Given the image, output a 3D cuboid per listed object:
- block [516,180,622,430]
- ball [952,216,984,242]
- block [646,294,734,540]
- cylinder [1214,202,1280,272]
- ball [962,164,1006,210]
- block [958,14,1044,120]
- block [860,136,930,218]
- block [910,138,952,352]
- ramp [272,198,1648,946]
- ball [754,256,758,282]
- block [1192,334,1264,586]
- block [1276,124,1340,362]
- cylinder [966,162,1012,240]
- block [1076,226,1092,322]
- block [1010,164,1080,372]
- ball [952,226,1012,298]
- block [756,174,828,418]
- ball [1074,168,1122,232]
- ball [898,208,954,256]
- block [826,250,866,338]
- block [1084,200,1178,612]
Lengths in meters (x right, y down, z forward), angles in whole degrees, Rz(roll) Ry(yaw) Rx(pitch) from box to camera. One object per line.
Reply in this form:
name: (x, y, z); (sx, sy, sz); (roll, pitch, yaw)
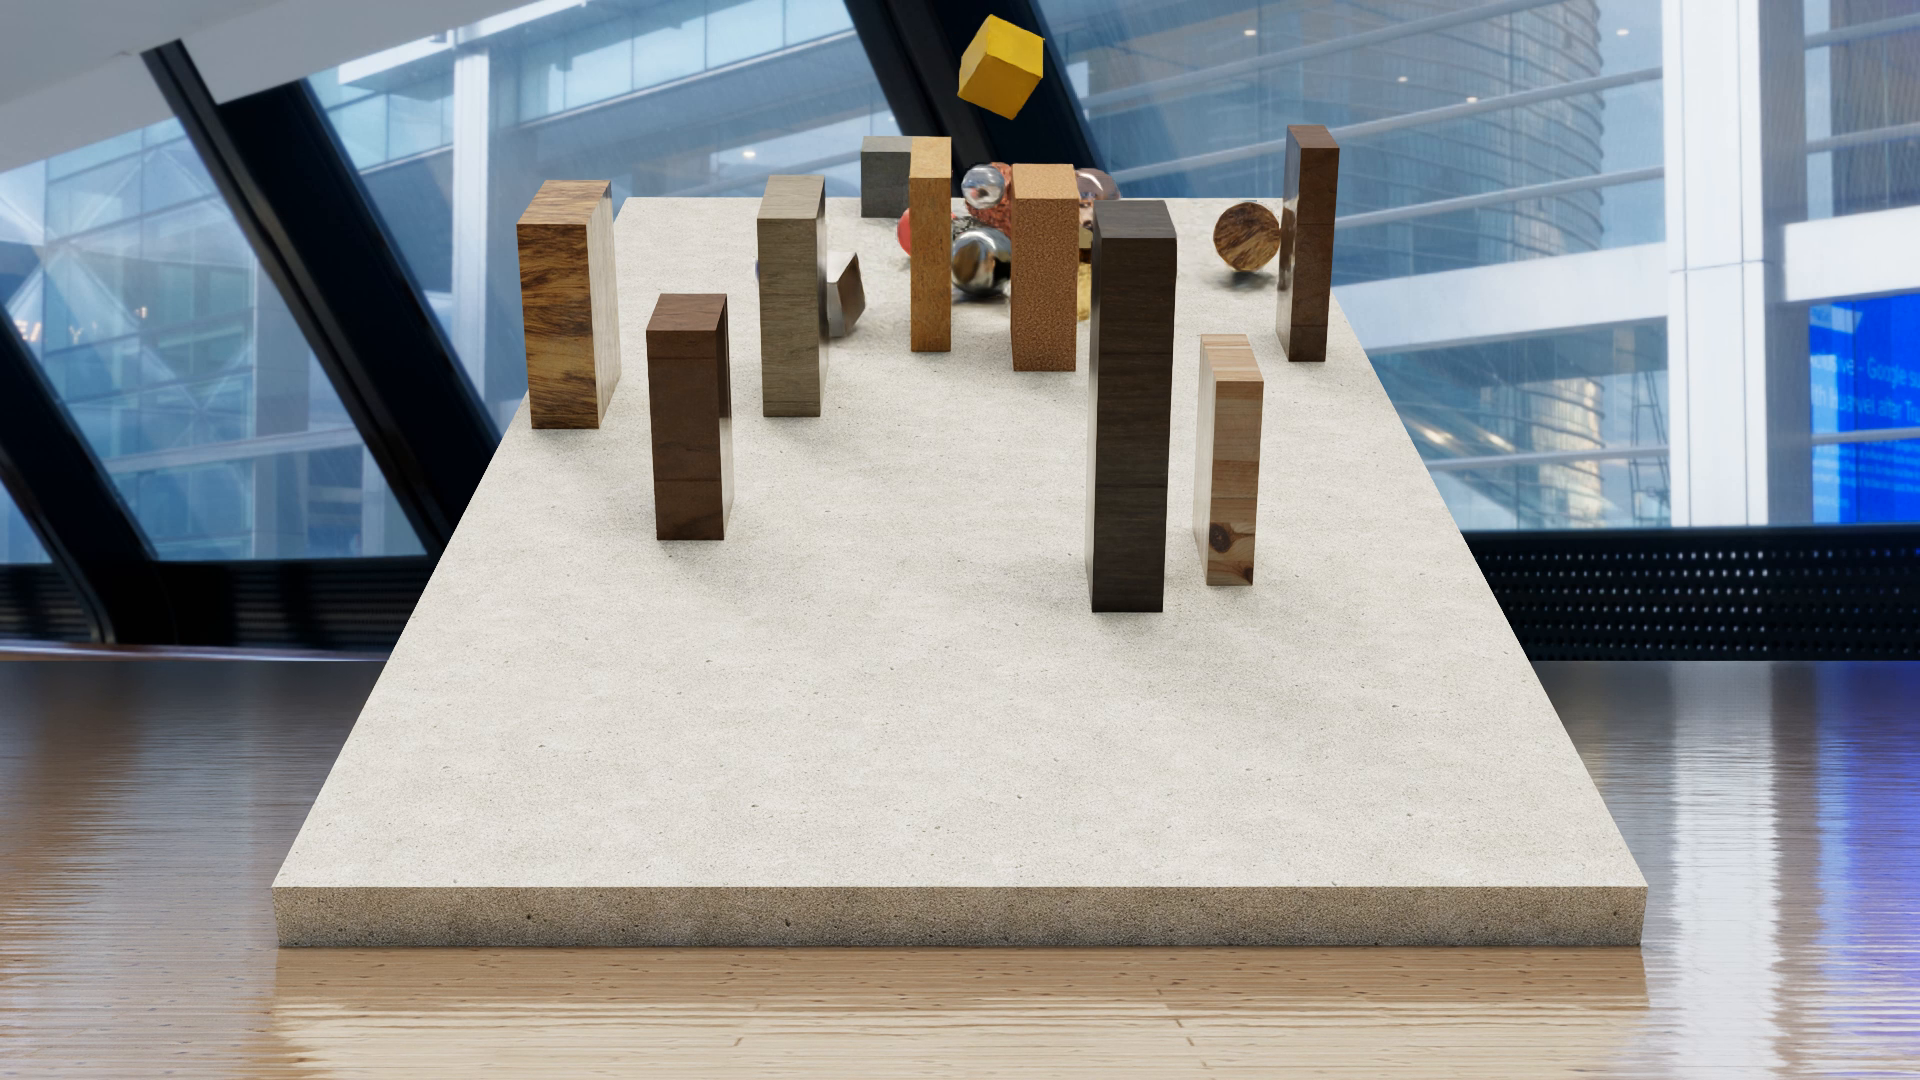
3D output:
block: (-0.878, -0.538, 5.223); (0.150, 0.468, 0.390); (0, 23, 0)
ball: (0.007, -0.787, 6.208); (0.168, 0.168, 0.168); (0, -3, 0)
block: (-0.531, -0.246, 4.575); (0.133, 0.432, 0.244); (0, 23, 0)
cylinder: (0.770, -0.810, 6.195); (0.177, 0.177, 0.177); (0, 4, 7)
ball: (0.066, -0.988, 6.450); (0.124, 0.124, 0.124); (0, -3, 0)
block: (0.120, -1.377, 6.722); (0.181, 0.181, 0.181); (20, -43, -18)
block: (-0.190, -1.081, 6.870); (0.199, 0.199, 0.199); (0, 23, 0)
block: (-0.072, -0.743, 5.762); (0.098, 0.434, 0.425); (0, 23, 0)
ramp: (-0.007, -0.224, 5.215); (2.000, 0.100, 4.000); (0, 23, 0)
ball: (-0.429, -0.698, 5.952); (0.201, 0.201, 0.201); (0, -3, 0)
block: (0.508, -0.156, 4.400); (0.087, 0.406, 0.282); (0, 23, 0)
block: (0.839, -0.720, 5.595); (0.090, 0.523, 0.245); (0, 23, 0)
cylinder: (0.140, -0.970, 6.621); (0.187, 0.187, 0.187); (1, 20, -27)
block: (0.272, -0.679, 5.923); (0.192, 0.192, 0.192); (-13, 26, -28)
block: (0.202, -0.663, 5.587); (0.149, 0.422, 0.340); (0, 23, 0)
ball: (0.059, -0.729, 6.049); (0.186, 0.186, 0.186); (0, -3, 0)
block: (-0.380, -0.565, 5.303); (0.129, 0.460, 0.394); (0, 23, 0)
ball: (0.369, -0.974, 6.632); (0.187, 0.187, 0.187); (0, -3, 0)
ball: (-0.087, -0.846, 6.337); (0.169, 0.169, 0.169); (0, -3, 0)
block: (-0.343, -0.615, 5.759); (0.155, 0.155, 0.155); (4, 36, 18)
block: (0.307, -0.242, 4.216); (0.131, 0.707, 0.256); (0, 23, 0)
